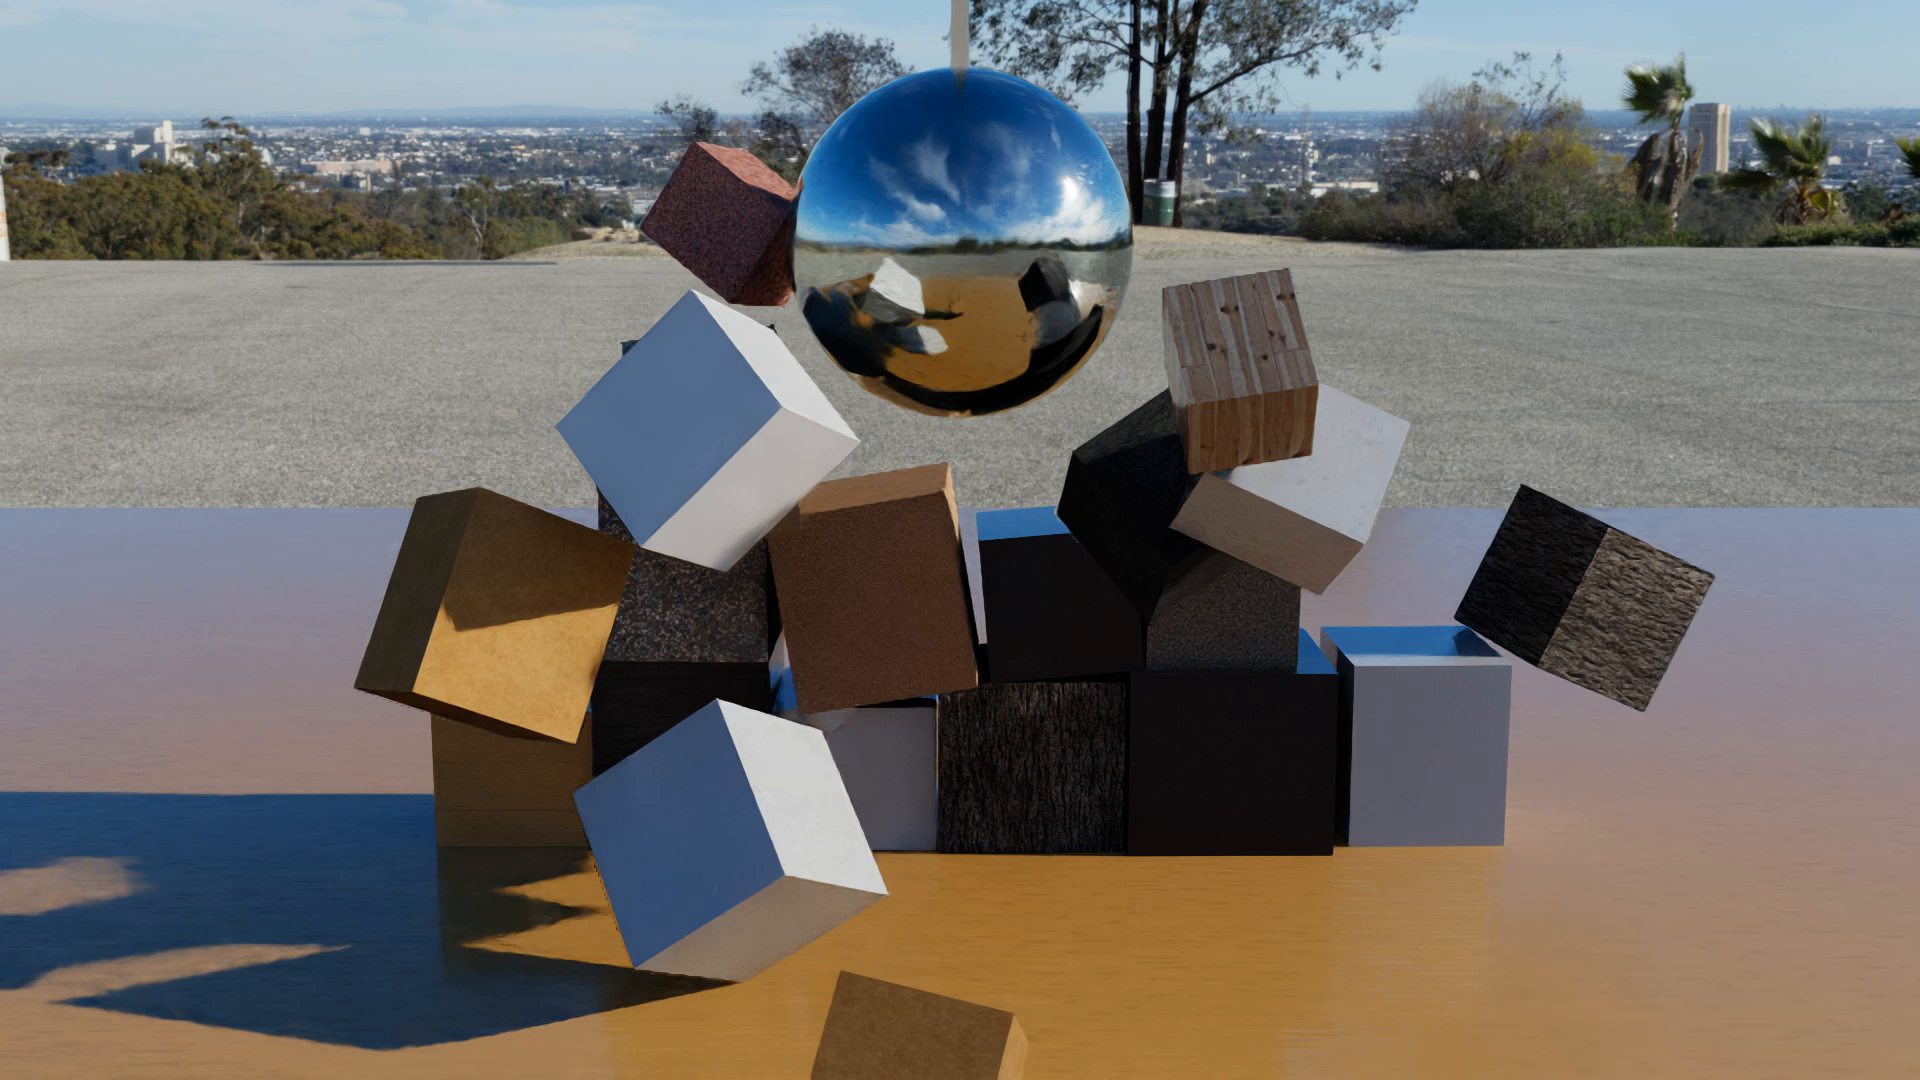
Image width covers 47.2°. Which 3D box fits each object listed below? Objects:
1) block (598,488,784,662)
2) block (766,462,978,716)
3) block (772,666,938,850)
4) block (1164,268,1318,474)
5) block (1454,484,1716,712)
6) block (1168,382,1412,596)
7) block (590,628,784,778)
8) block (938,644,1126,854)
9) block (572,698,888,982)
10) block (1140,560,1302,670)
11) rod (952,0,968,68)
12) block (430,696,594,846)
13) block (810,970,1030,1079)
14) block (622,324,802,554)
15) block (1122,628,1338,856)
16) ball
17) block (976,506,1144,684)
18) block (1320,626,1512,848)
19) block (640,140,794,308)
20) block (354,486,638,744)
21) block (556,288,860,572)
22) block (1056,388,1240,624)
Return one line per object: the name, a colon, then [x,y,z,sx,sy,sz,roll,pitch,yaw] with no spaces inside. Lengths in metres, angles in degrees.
block: [-1.345,0.069,11.157,0.822,0.916,0.896,1,10,1]
block: [-0.418,0.222,11.013,0.875,0.970,0.962,-9,10,3]
block: [-0.525,1.115,11.388,0.808,0.732,0.874,0,10,0]
block: [1.143,-0.690,9.045,0.518,0.583,0.524,-9,-30,0]
block: [3.272,0.301,11.563,0.798,0.800,0.738,21,9,-28]
block: [1.430,-0.279,9.592,0.735,0.621,0.636,24,-23,1]
block: [-1.382,0.996,11.363,0.883,0.971,0.896,0,10,0]
block: [0.348,1.056,11.327,0.919,0.871,0.884,0,10,-1]
block: [-0.935,1.247,9.006,0.766,0.792,0.799,-33,-27,17]
block: [1.281,0.180,11.128,0.748,0.734,0.774,0,16,-2]
rod: [0.000,-4.753,9.958,0.080,5.200,0.080,0,3,0]
block: [-2.234,1.138,11.371,0.808,0.692,0.714,0,10,0]
block: [-0.156,1.804,6.999,0.565,0.645,0.562,12,-20,12]
block: [-1.165,-0.476,10.307,0.719,0.707,0.700,-7,45,-8]
block: [1.338,1.024,11.340,1.022,0.929,1.011,0,10,-1]
ball: [0.000,-1.356,10.108,1.600,1.600,1.600,0,10,0]
block: [0.495,0.248,11.160,0.759,0.716,0.821,-5,10,0]
block: [2.337,1.003,11.434,0.786,0.935,0.895,0,10,-2]
block: [-1.085,-1.545,10.808,0.624,0.514,0.547,40,18,16]
block: [-1.945,0.324,9.187,0.715,0.856,0.781,22,-14,-29]
block: [-1.021,-0.431,8.955,0.675,0.800,0.666,52,13,23]
block: [1.025,-0.216,10.286,0.816,0.708,0.667,-33,-18,-18]
